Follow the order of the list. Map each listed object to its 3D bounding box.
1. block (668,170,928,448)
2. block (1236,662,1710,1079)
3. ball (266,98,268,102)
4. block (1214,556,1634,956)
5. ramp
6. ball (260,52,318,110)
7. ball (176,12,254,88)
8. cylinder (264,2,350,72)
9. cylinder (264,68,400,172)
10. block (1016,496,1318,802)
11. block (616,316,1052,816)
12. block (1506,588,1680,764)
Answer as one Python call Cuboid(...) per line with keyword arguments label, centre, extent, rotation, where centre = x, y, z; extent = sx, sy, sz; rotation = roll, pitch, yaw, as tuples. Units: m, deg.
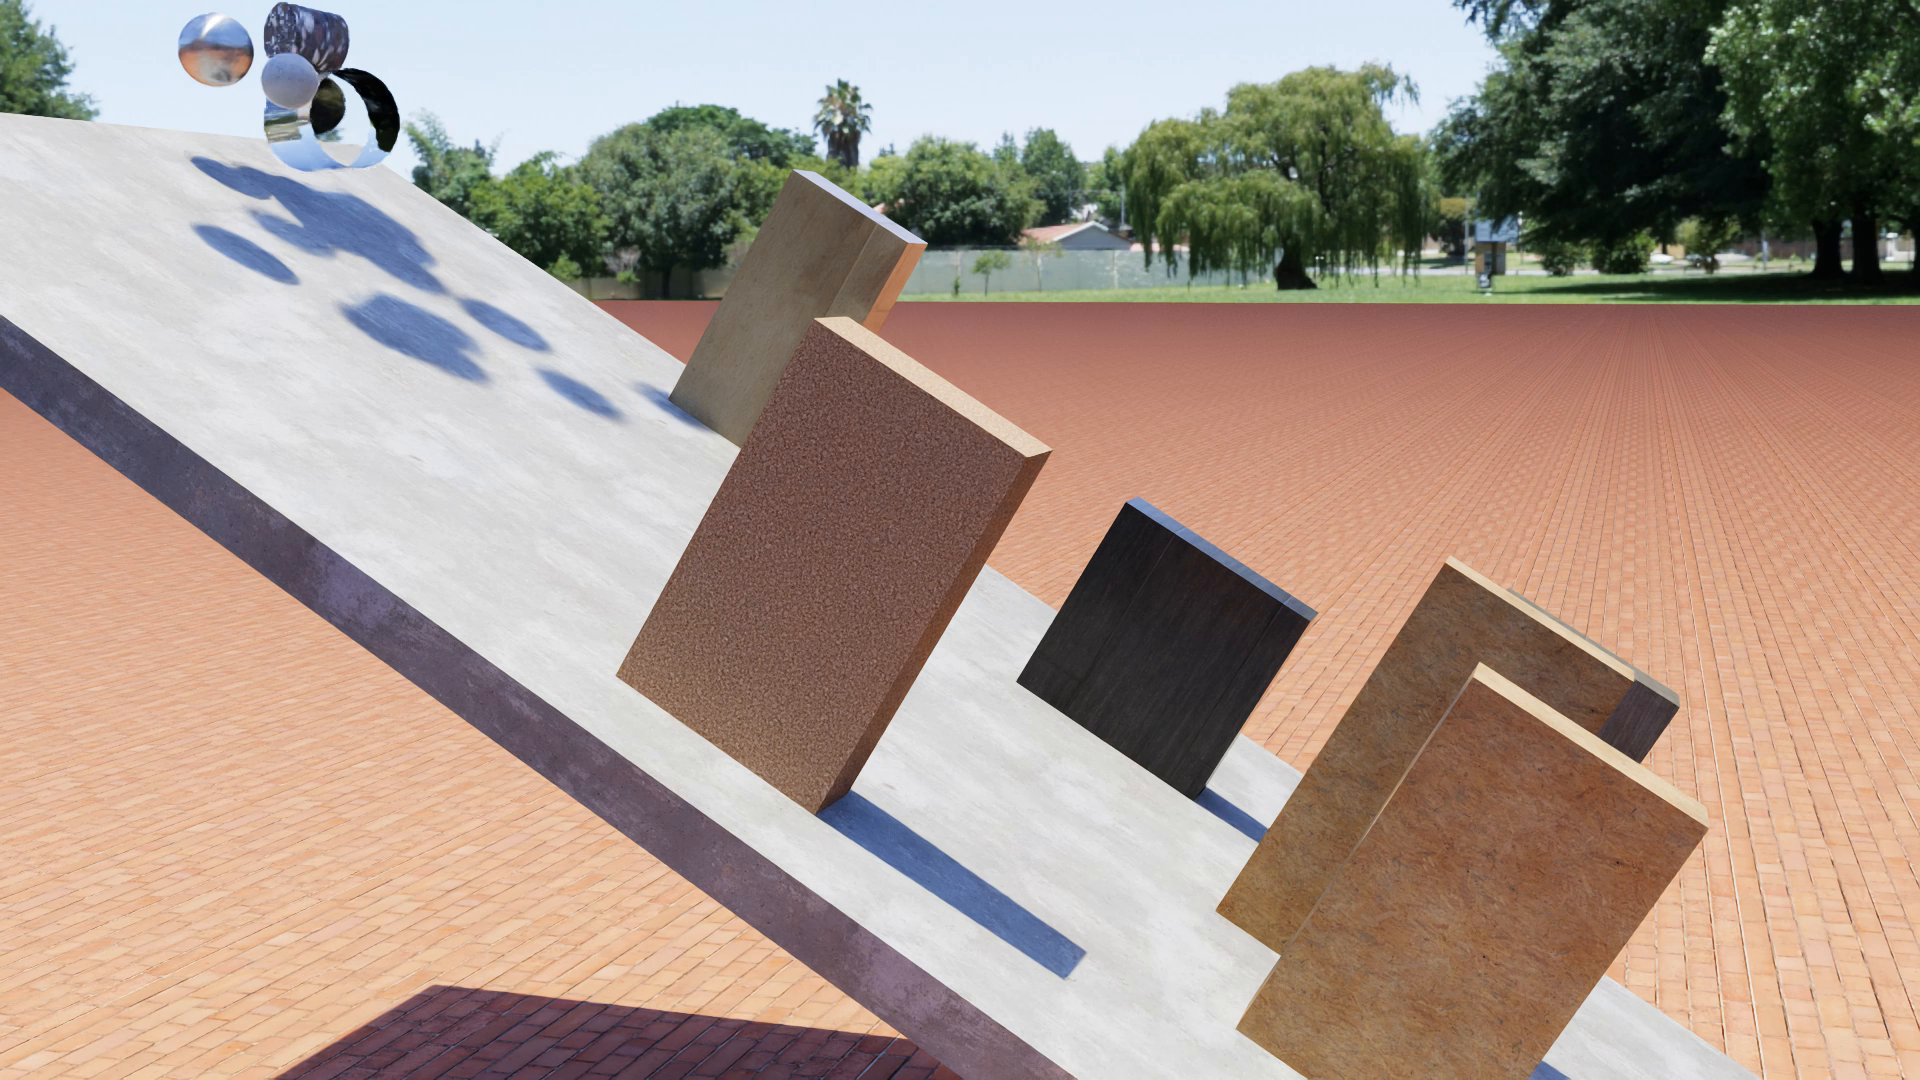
Cuboid(label="block", centre=(-0.361, -0.481, 4.859), extent=(0.308, 0.587, 0.136), rotation=(34, 15, 11))
Cuboid(label="block", centre=(0.782, 0.587, 3.395), extent=(0.400, 0.678, 0.134), rotation=(34, 15, 11))
Cuboid(label="ball", centre=(-1.452, -0.950, 4.814), extent=(0.131, 0.131, 0.131), rotation=(0, 7, 0))
Cuboid(label="block", centre=(0.792, 0.437, 3.788), extent=(0.360, 0.739, 0.102), rotation=(34, 15, 11))
Cuboid(label="ramp", centre=(-0.165, 0.273, 4.118), extent=(4.000, 0.100, 2.000), rotation=(34, 15, 11))
Cuboid(label="ball", centre=(-1.375, -0.941, 4.509), extent=(0.113, 0.113, 0.113), rotation=(0, 7, 0))
Cuboid(label="ball", centre=(-1.562, -1.028, 4.616), extent=(0.153, 0.153, 0.153), rotation=(0, 7, 0))
Cuboid(label="cylinder", centre=(-1.412, -1.084, 4.752), extent=(0.130, 0.130, 0.130), rotation=(6, 3, 41))
Cuboid(label="cylinder", centre=(-1.340, -0.892, 4.688), extent=(0.207, 0.207, 0.207), rotation=(-7, 9, -44))
Cuboid(label="block", centre=(0.410, 0.214, 4.380), extent=(0.427, 0.433, 0.115), rotation=(34, 15, 11))
Cuboid(label="block", centre=(-0.197, 0.037, 3.357), extent=(0.383, 0.646, 0.146), rotation=(34, 15, 11))
Cuboid(label="block", centre=(0.936, 0.484, 3.960), extent=(0.349, 0.715, 0.122), rotation=(34, 15, 11))
